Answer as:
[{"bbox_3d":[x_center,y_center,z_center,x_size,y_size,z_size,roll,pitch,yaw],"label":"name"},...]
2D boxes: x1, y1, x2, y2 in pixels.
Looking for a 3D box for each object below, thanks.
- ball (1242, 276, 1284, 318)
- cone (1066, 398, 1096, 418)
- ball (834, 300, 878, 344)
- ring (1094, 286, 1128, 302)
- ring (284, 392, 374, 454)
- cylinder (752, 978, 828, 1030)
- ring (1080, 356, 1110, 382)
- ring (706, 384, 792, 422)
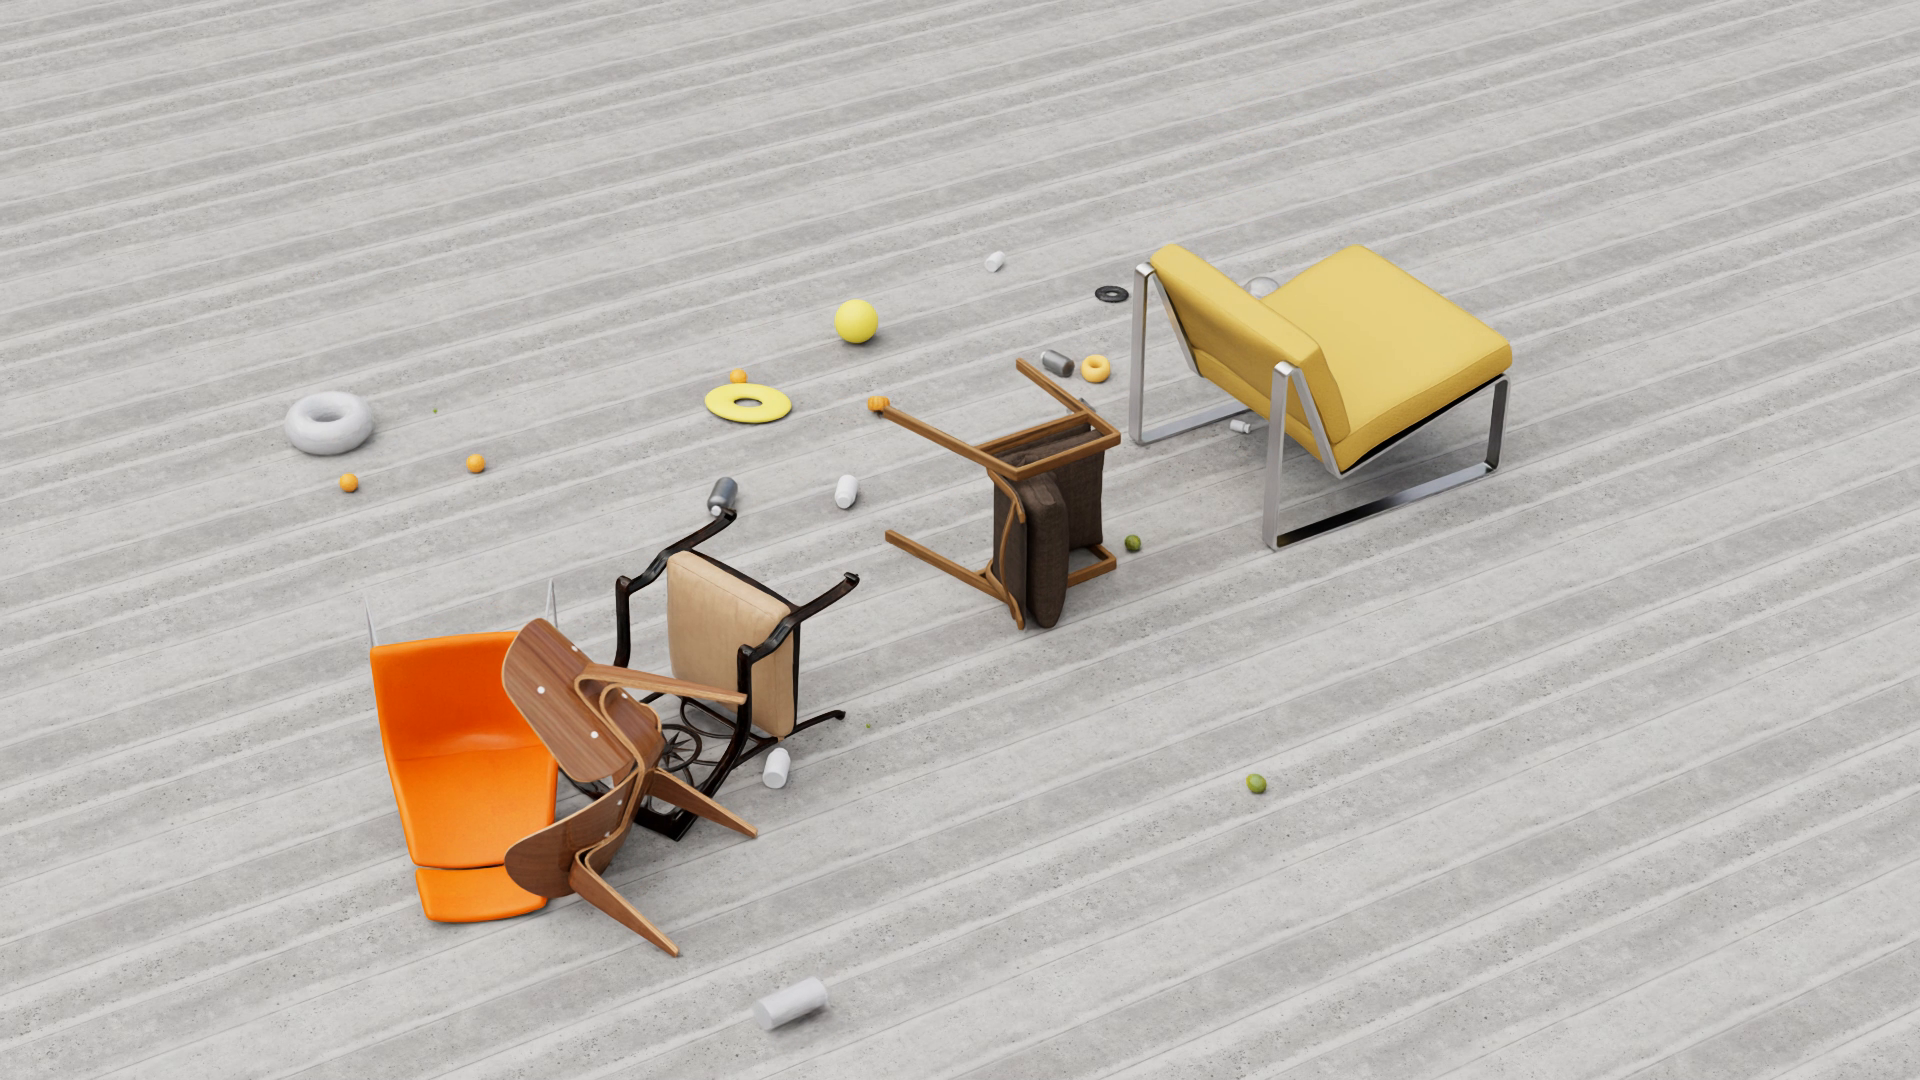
[{"bbox_3d":[1.271,-1.020,12.332,0.177,0.177,0.177,0,33,0],"label":"ball"},{"bbox_3d":[0.485,-0.542,11.707,0.120,0.066,0.116,7,34,11],"label":"cone"},{"bbox_3d":[-0.430,-0.907,12.155,0.182,0.182,0.182,0,33,0],"label":"ball"},{"bbox_3d":[0.648,-1.051,12.519,0.147,0.022,0.132,6,34,8],"label":"ring"},{"bbox_3d":[-2.479,-0.460,11.523,0.348,0.135,0.345,28,44,34],"label":"ring"},{"bbox_3d":[-0.506,1.384,8.753,0.192,0.091,0.123,-20,7,-27],"label":"cylinder"},{"bbox_3d":[0.554,-0.698,11.951,0.122,0.060,0.162,2,34,4],"label":"ring"},{"bbox_3d":[-0.848,-0.549,11.738,0.358,0.044,0.277,11,35,16],"label":"ring"}]
